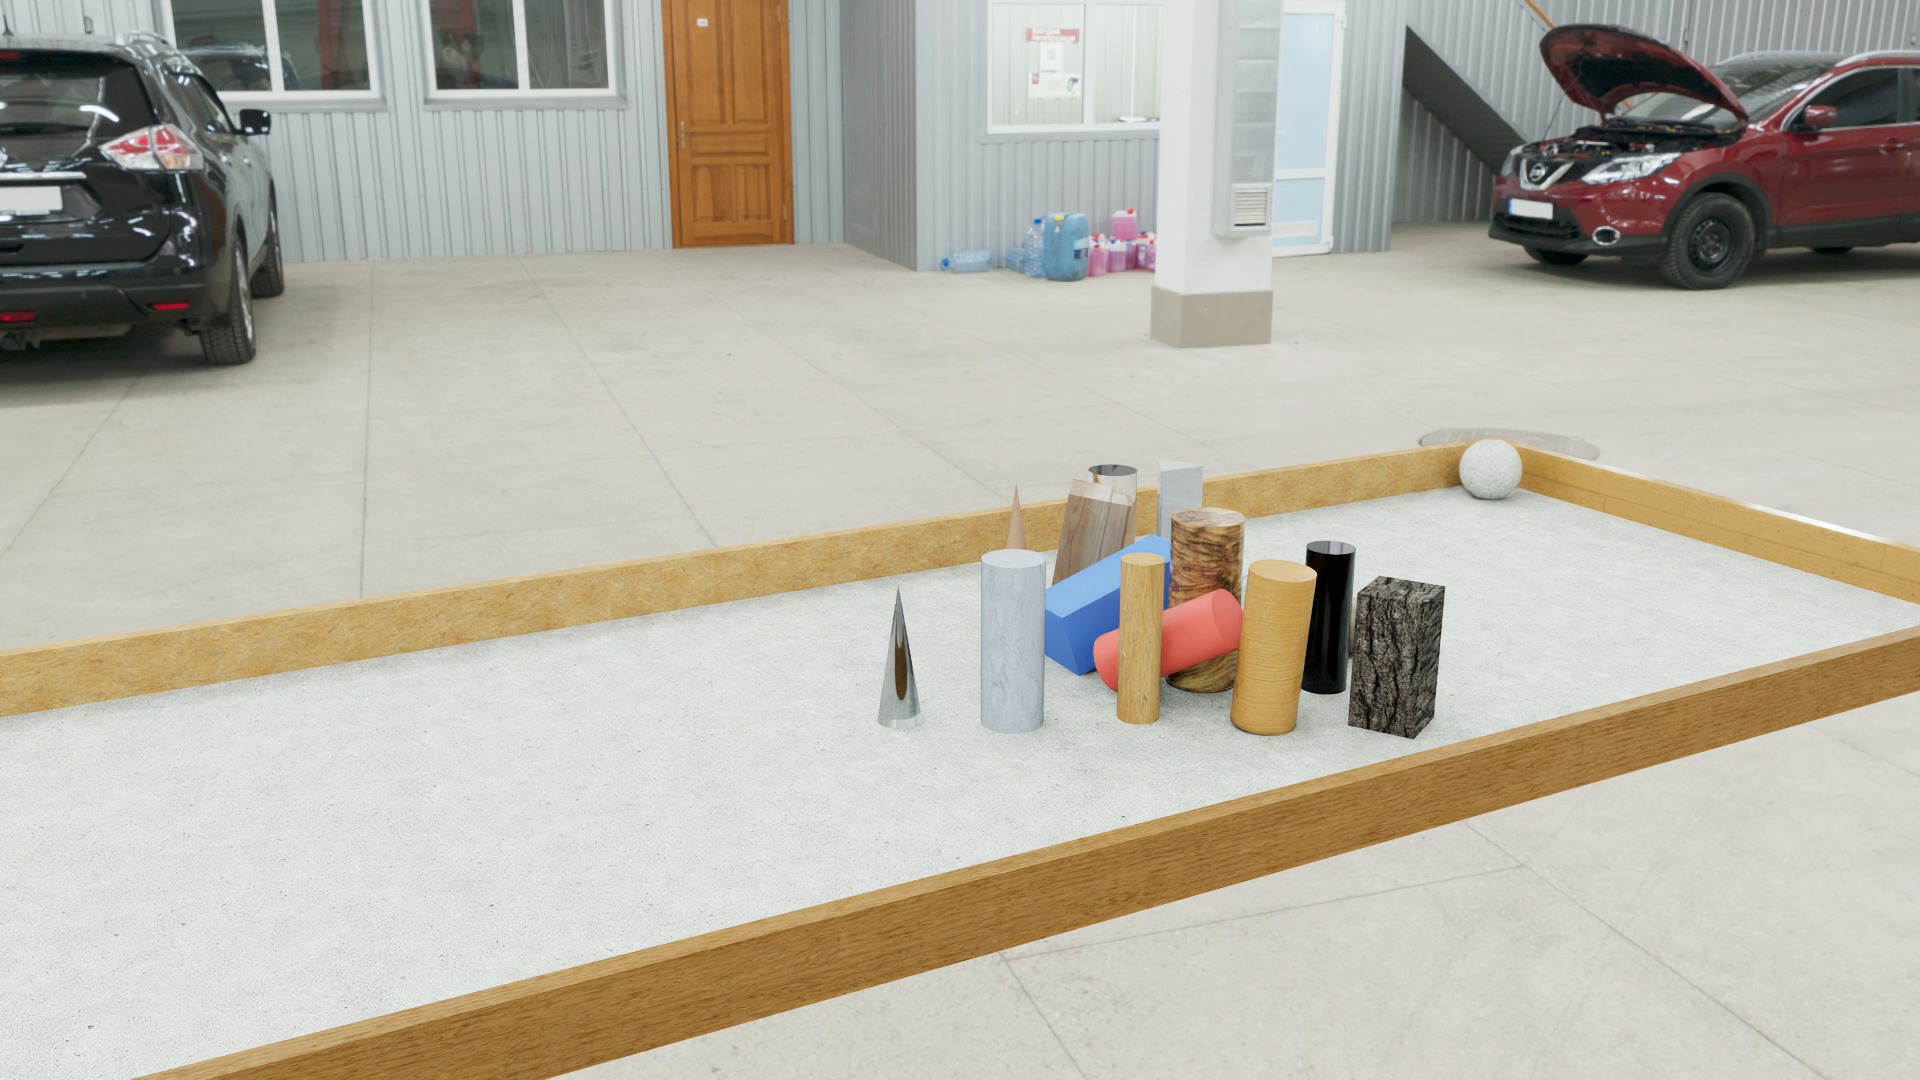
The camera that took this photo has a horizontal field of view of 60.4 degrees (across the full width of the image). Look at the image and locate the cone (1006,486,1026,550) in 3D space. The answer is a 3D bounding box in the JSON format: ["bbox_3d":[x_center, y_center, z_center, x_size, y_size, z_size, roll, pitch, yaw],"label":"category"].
[{"bbox_3d":[0.146,0.067,4.333,0.137,0.448,0.137,0,16,0],"label":"cone"}]

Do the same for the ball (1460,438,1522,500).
[{"bbox_3d":[1.877,-0.251,5.831,0.214,0.214,0.214,0,16,0],"label":"ball"}]

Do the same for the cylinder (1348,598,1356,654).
[{"bbox_3d":[1.012,0.224,4.329,0.367,0.149,0.149,2,16,6],"label":"cylinder"}]

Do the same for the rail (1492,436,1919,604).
[{"bbox_3d":[2.466,-0.048,5.253,0.050,0.150,2.100,-9,18,-27],"label":"rail"}]

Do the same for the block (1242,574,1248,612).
[{"bbox_3d":[0.714,0.193,4.507,0.393,0.108,0.108,-14,21,-40],"label":"block"}]

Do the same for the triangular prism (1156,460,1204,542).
[{"bbox_3d":[0.583,-0.006,4.613,0.136,0.429,0.117,-8,18,-25],"label":"triangular prism"}]

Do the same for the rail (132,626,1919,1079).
[{"bbox_3d":[-2.336,1.006,1.665,12.000,0.150,0.050,-9,18,-27],"label":"rail"}]

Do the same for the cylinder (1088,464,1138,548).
[{"bbox_3d":[0.445,-0.035,4.854,0.143,0.350,0.143,0,16,0],"label":"cylinder"}]

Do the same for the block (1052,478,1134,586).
[{"bbox_3d":[0.363,0.032,4.590,0.172,0.347,0.172,11,18,5],"label":"block"}]

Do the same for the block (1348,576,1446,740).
[{"bbox_3d":[1.019,0.271,3.851,0.157,0.327,0.157,10,19,31],"label":"block"}]

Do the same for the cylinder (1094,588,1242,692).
[{"bbox_3d":[0.506,0.245,3.983,0.350,0.150,0.150,-25,0,35],"label":"cylinder"}]

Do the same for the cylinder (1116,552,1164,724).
[{"bbox_3d":[0.424,0.232,3.871,0.101,0.391,0.101,0,16,0],"label":"cylinder"}]

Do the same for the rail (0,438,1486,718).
[{"bbox_3d":[-3.305,0.497,3.399,12.000,0.150,0.050,-9,18,-27],"label":"rail"}]

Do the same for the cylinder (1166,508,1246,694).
[{"bbox_3d":[0.607,0.148,4.092,0.180,0.428,0.180,0,16,0],"label":"cylinder"}]

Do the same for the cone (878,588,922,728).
[{"bbox_3d":[-0.142,0.264,3.858,0.107,0.338,0.107,0,16,0],"label":"cone"}]

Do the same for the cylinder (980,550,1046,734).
[{"bbox_3d":[0.123,0.235,3.839,0.149,0.403,0.149,0,16,0],"label":"cylinder"}]

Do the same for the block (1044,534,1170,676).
[{"bbox_3d":[0.407,0.164,4.282,0.397,0.173,0.173,-27,25,-19],"label":"block"}]

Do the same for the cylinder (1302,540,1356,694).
[{"bbox_3d":[0.903,0.191,4.066,0.119,0.361,0.119,0,16,0],"label":"cylinder"}]

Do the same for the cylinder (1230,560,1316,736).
[{"bbox_3d":[0.724,0.248,3.823,0.154,0.377,0.154,3,19,-1],"label":"cylinder"}]
